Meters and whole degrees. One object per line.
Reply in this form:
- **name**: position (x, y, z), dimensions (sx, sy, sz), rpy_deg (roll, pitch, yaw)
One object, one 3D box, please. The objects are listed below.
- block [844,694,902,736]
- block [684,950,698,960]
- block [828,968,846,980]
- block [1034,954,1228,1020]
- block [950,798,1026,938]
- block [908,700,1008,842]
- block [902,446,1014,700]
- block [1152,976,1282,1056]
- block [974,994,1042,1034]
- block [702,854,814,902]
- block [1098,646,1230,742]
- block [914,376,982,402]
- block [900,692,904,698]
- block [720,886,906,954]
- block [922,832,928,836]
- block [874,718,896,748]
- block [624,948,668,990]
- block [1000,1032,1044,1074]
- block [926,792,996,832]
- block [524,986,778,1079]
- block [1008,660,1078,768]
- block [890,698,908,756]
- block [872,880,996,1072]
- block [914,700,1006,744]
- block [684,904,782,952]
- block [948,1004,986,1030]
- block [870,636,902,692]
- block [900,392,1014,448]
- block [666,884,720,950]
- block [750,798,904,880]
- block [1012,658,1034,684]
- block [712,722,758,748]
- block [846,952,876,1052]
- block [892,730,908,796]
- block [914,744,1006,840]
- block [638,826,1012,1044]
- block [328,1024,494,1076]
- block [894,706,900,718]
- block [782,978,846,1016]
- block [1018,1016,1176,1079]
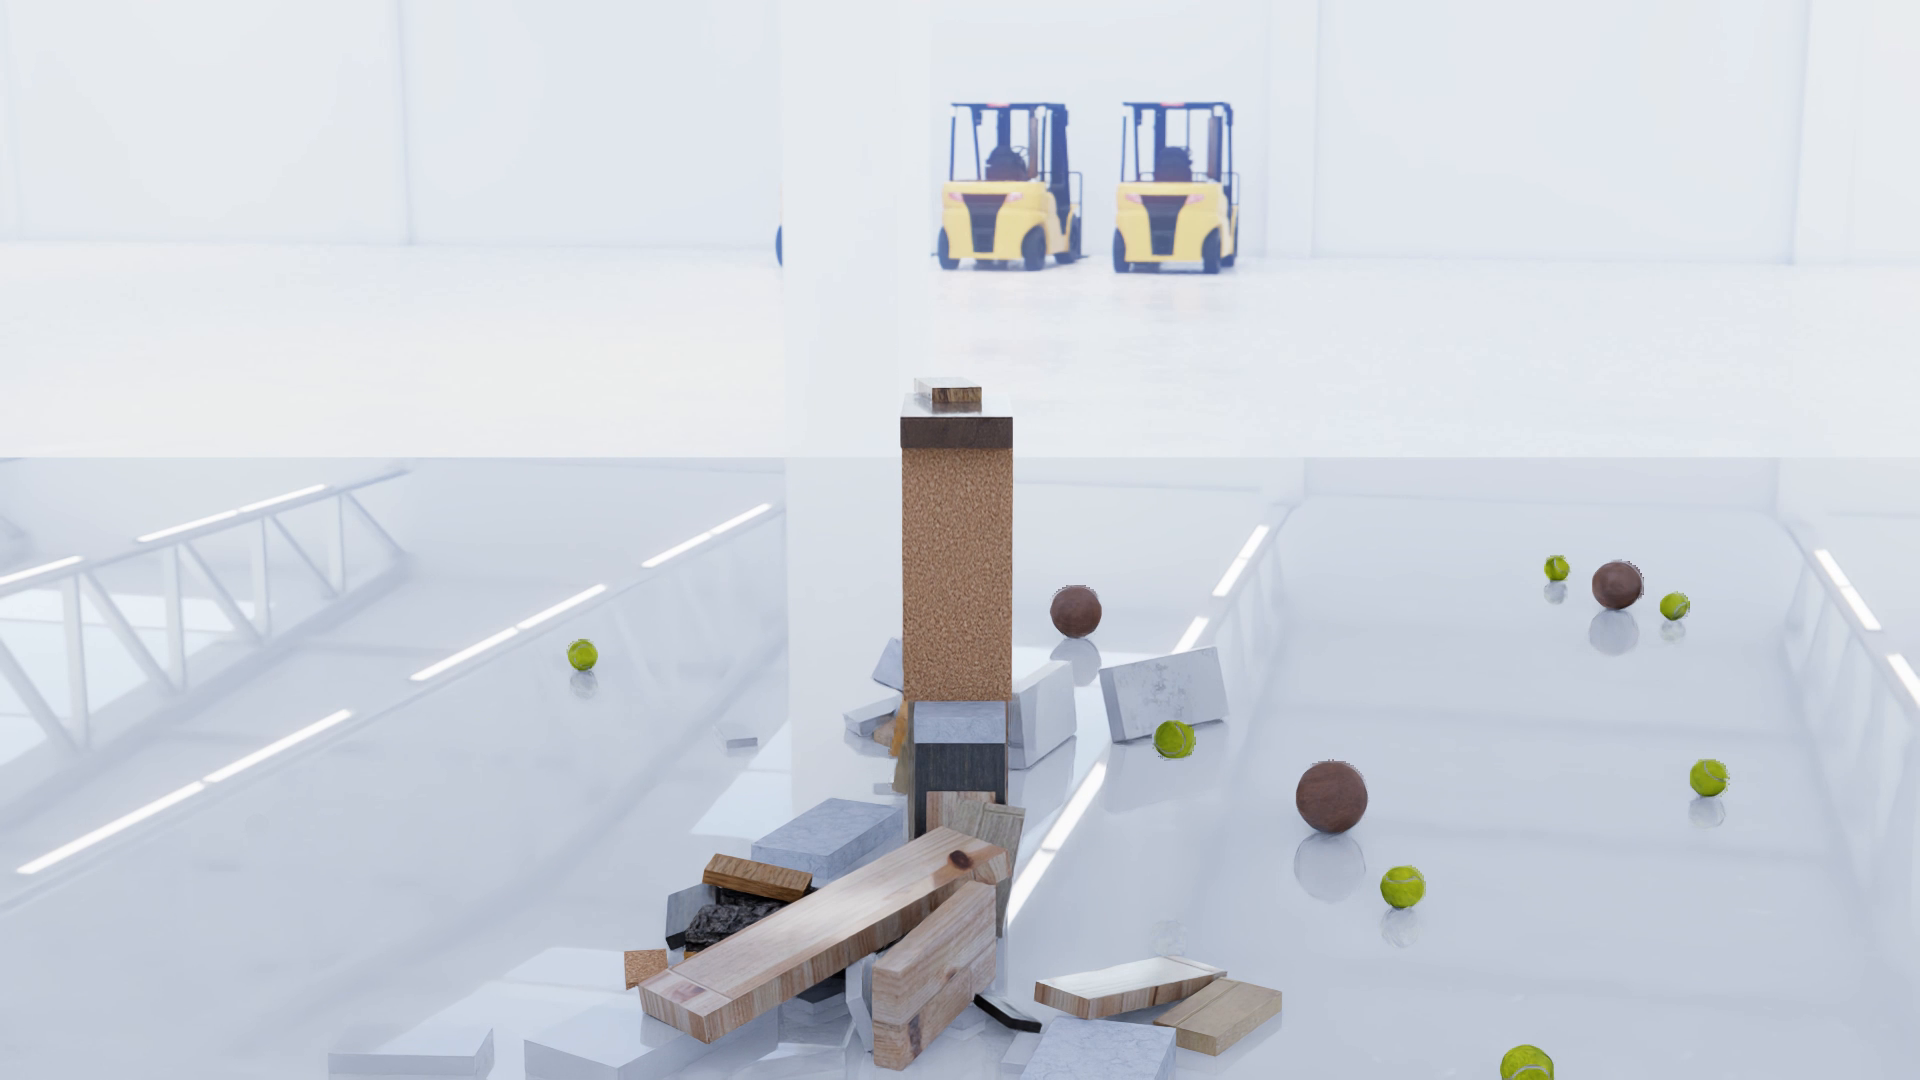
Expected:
- **block**: position (-0.134, 0.361, 4.683), dimensions (0.209, 0.030, 0.104), rpy_deg (-17, 13, -18)
- **block**: position (-0.365, 0.629, 3.408), dimensions (0.064, 0.018, 0.128), rpy_deg (5, 12, 27)
- **block**: position (-0.268, 0.619, 3.324), dimensions (0.233, 0.033, 0.117), rpy_deg (2, 11, 11)
- **block**: position (0.250, 0.643, 3.172), dimensions (0.100, 0.028, 0.320), rpy_deg (10, 5, 42)
- **block**: position (0.031, 0.508, 3.417), dimensions (0.110, 0.031, 0.220), rpy_deg (8, 50, 7)
- **block**: position (-0.003, 0.383, 3.834), dimensions (0.174, 0.347, 0.049), rpy_deg (0, 10, 0)
- **block**: position (-0.004, 0.052, 3.580), dimensions (0.178, 0.420, 0.050), rpy_deg (0, 11, 0)
- **block**: position (0.368, 0.676, 3.128), dimensions (0.100, 0.028, 0.200), rpy_deg (7, 13, 34)
- **block**: position (0.067, 0.674, 3.132), dimensions (0.053, 0.015, 0.105), rpy_deg (17, 1, -30)
- **block**: position (-0.328, 0.549, 3.567), dimensions (0.165, 0.023, 0.082), rpy_deg (11, 12, 5)
- **block**: position (0.435, 0.324, 4.665), dimensions (0.307, 0.153, 0.043), rpy_deg (-8, -4, -38)
- **block**: position (-0.022, -0.259, 3.776), dimensions (0.086, 0.024, 0.171), rpy_deg (-2, 10, -11)
- **block**: position (-0.038, 0.350, 4.466), dimensions (0.095, 0.027, 0.341), rpy_deg (-6, 26, -19)
- **block**: position (-0.235, 0.598, 3.536), dimensions (0.335, 0.033, 0.117), rpy_deg (7, 13, 33)
- **block**: position (-0.007, 0.555, 3.418), dimensions (0.110, 0.031, 0.220), rpy_deg (0, 49, 0)
- **block**: position (-0.088, 0.379, 4.462), dimensions (0.085, 0.024, 0.171), rpy_deg (18, 29, 33)
- **block**: position (-0.471, 0.648, 3.307), dimensions (0.064, 0.018, 0.128), rpy_deg (-2, 11, -10)
- **block**: position (0.094, 0.704, 3.014), dimensions (0.053, 0.015, 0.105), rpy_deg (3, 11, 15)
- **block**: position (0.001, 0.513, 3.509), dimensions (0.110, 0.220, 0.031), rpy_deg (0, -16, 0)
- **block**: position (-0.425, 0.679, 3.059), dimensions (0.168, 0.048, 0.337), rpy_deg (7, 13, 33)
- **block**: position (0.163, 0.354, 4.509), dimensions (0.043, 0.153, 0.307), rpy_deg (-2, 9, 23)
- **block**: position (-0.109, 0.354, 4.364), dimensions (0.024, 0.086, 0.171), rpy_deg (11, 21, 2)
- **block**: position (-0.033, 0.608, 3.090), dimensions (0.042, 0.149, 0.298), rpy_deg (8, 18, 25)
- **block**: position (0.000, 0.275, 3.640), dimensions (0.146, 0.041, 0.292), rpy_deg (0, 11, 0)
- **block**: position (-0.285, 0.588, 3.308), dimensions (0.233, 0.033, 0.117), rpy_deg (1, 11, 7)
- **block**: position (-0.022, 0.677, 3.160), dimensions (0.105, 0.015, 0.053), rpy_deg (8, 13, 36)
- **block**: position (-0.084, 0.273, 4.493), dimensions (0.189, 0.095, 0.027), rpy_deg (19, -13, 34)
- **block**: position (-0.005, -0.201, 3.658), dimensions (0.178, 0.050, 0.356), rpy_deg (0, 10, 0)
- **block**: position (-0.423, 0.593, 3.490), dimensions (0.082, 0.023, 0.165), rpy_deg (-20, 15, -1)
- **block**: position (-0.232, 0.526, 3.897), dimensions (0.149, 0.042, 0.298), rpy_deg (5, 11, 24)
- **block**: position (0.095, 0.337, 4.912), dimensions (0.153, 0.043, 0.444), rpy_deg (0, 11, -2)
- **block**: position (-0.471, 0.408, 4.600), dimensions (0.065, 0.018, 0.131), rpy_deg (-4, 11, -18)
- **block**: position (-0.139, 0.633, 3.144), dimensions (0.023, 0.082, 0.247), rpy_deg (-19, 16, 2)
- **block**: position (-0.080, 0.373, 4.274), dimensions (0.034, 0.118, 0.237), rpy_deg (16, 36, 4)
- **block**: position (0.000, 0.459, 3.573), dimensions (0.146, 0.292, 0.041), rpy_deg (0, -3, 0)
- **block**: position (-0.184, 0.560, 3.177), dimensions (0.580, 0.042, 0.149), rpy_deg (-22, 24, -39)
- **block**: position (-0.750, 0.698, 3.011), dimensions (0.200, 0.028, 0.100), rpy_deg (0, 11, 2)
- **block**: position (-0.055, 0.396, 4.492), dimensions (0.104, 0.030, 0.209), rpy_deg (-6, 25, -18)
- **block**: position (-0.191, 0.663, 3.228), dimensions (0.064, 0.018, 0.128), rpy_deg (10, 14, 42)
- **block**: position (0.148, 0.730, 2.787), dimensions (0.168, 0.048, 0.505), rpy_deg (3, 11, 15)
